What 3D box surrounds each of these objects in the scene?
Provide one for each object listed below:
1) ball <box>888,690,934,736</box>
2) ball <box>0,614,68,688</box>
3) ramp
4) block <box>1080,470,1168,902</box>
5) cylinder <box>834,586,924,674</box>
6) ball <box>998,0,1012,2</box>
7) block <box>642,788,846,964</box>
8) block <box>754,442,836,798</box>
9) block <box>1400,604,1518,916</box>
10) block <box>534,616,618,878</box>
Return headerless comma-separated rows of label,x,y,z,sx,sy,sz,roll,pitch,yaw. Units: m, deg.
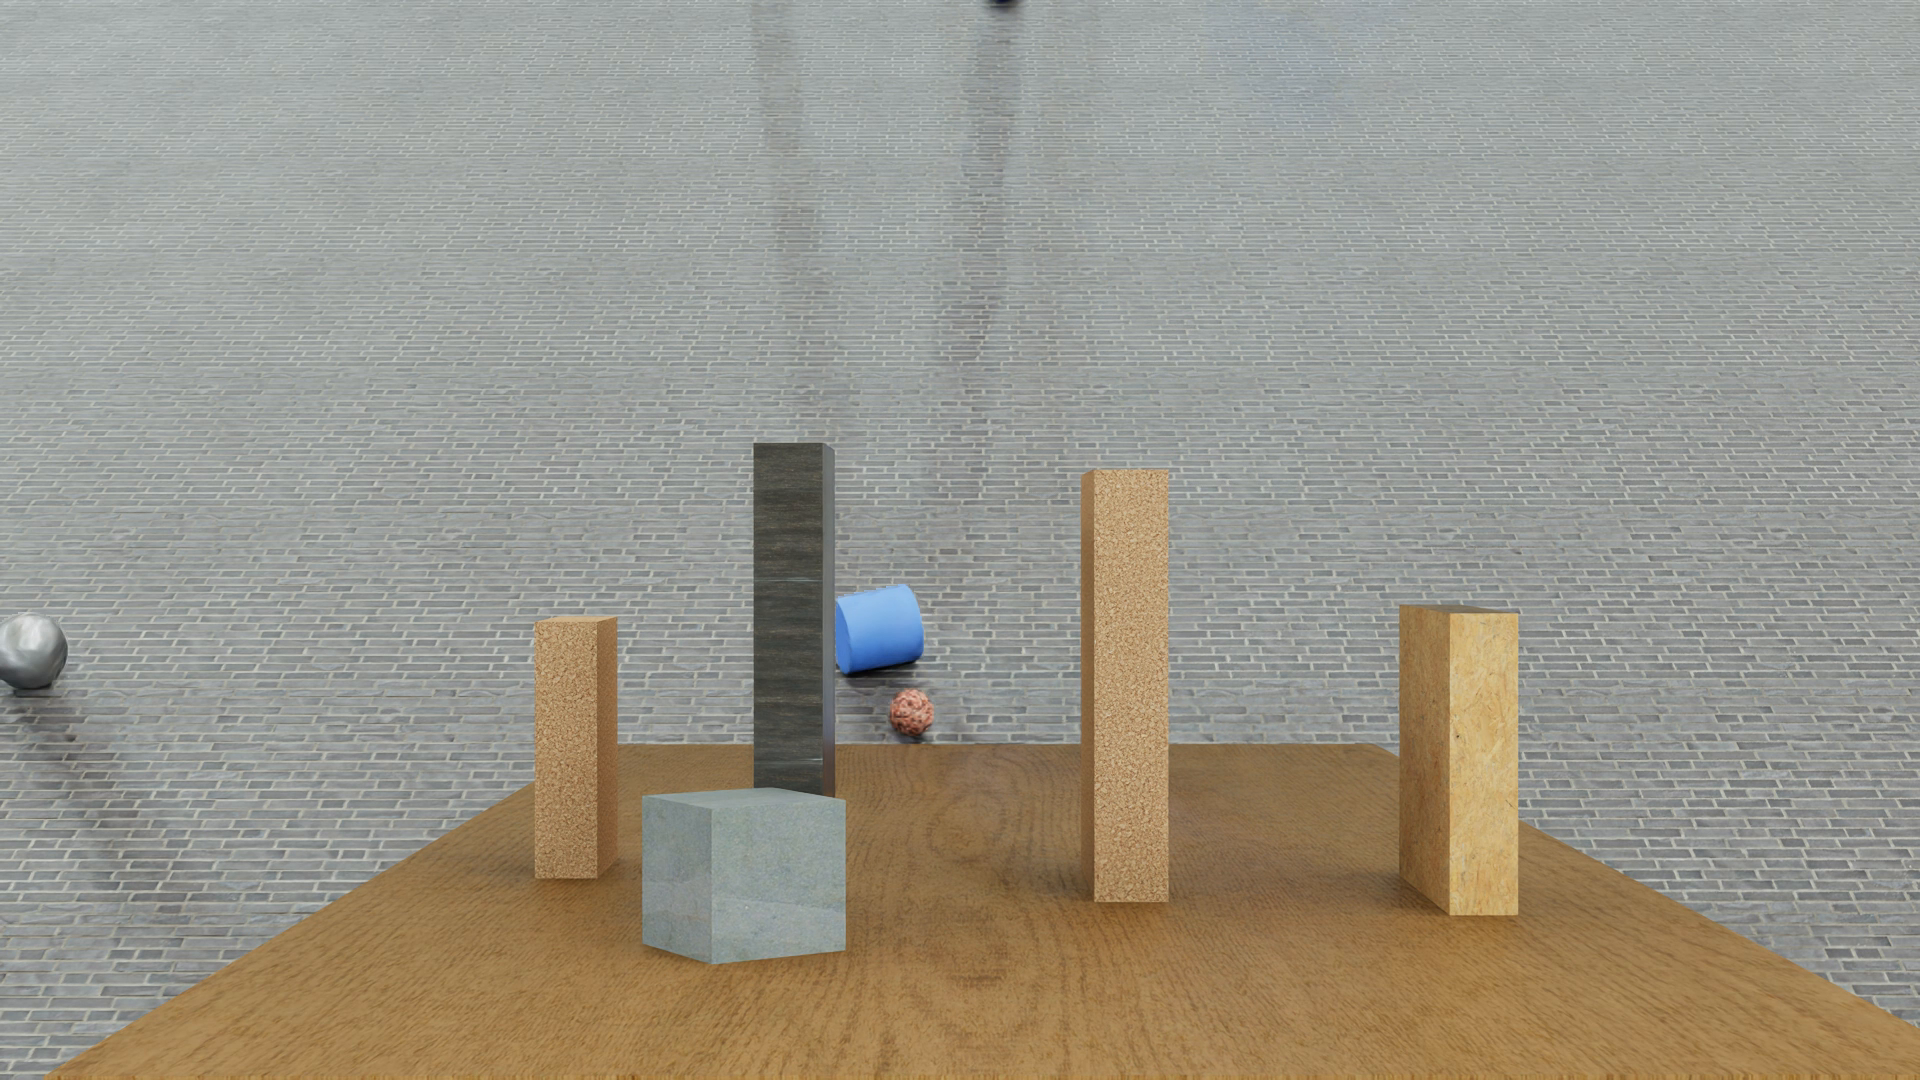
ball,-0.127,0.455,6.813,0.121,0.121,0.121,0,29,0
ball,-2.524,0.301,7.005,0.204,0.204,0.204,0,29,0
ramp,0.065,0.585,4.633,2.000,0.100,4.000,0,0,0
block,0.255,0.216,4.053,0.110,0.644,0.416,0,0,0
cylinder,-0.232,0.246,7.098,0.208,0.208,0.208,-10,31,-18
ball,0.213,-2.671,12.348,0.201,0.201,0.201,0,29,0
block,-0.288,0.442,3.438,0.199,0.199,0.199,0,0,-33
block,-0.238,0.202,3.751,0.096,0.675,0.353,0,0,0
block,0.752,0.321,3.927,0.098,0.434,0.425,0,0,0
block,-0.626,0.333,4.230,0.099,0.408,0.245,0,0,0
